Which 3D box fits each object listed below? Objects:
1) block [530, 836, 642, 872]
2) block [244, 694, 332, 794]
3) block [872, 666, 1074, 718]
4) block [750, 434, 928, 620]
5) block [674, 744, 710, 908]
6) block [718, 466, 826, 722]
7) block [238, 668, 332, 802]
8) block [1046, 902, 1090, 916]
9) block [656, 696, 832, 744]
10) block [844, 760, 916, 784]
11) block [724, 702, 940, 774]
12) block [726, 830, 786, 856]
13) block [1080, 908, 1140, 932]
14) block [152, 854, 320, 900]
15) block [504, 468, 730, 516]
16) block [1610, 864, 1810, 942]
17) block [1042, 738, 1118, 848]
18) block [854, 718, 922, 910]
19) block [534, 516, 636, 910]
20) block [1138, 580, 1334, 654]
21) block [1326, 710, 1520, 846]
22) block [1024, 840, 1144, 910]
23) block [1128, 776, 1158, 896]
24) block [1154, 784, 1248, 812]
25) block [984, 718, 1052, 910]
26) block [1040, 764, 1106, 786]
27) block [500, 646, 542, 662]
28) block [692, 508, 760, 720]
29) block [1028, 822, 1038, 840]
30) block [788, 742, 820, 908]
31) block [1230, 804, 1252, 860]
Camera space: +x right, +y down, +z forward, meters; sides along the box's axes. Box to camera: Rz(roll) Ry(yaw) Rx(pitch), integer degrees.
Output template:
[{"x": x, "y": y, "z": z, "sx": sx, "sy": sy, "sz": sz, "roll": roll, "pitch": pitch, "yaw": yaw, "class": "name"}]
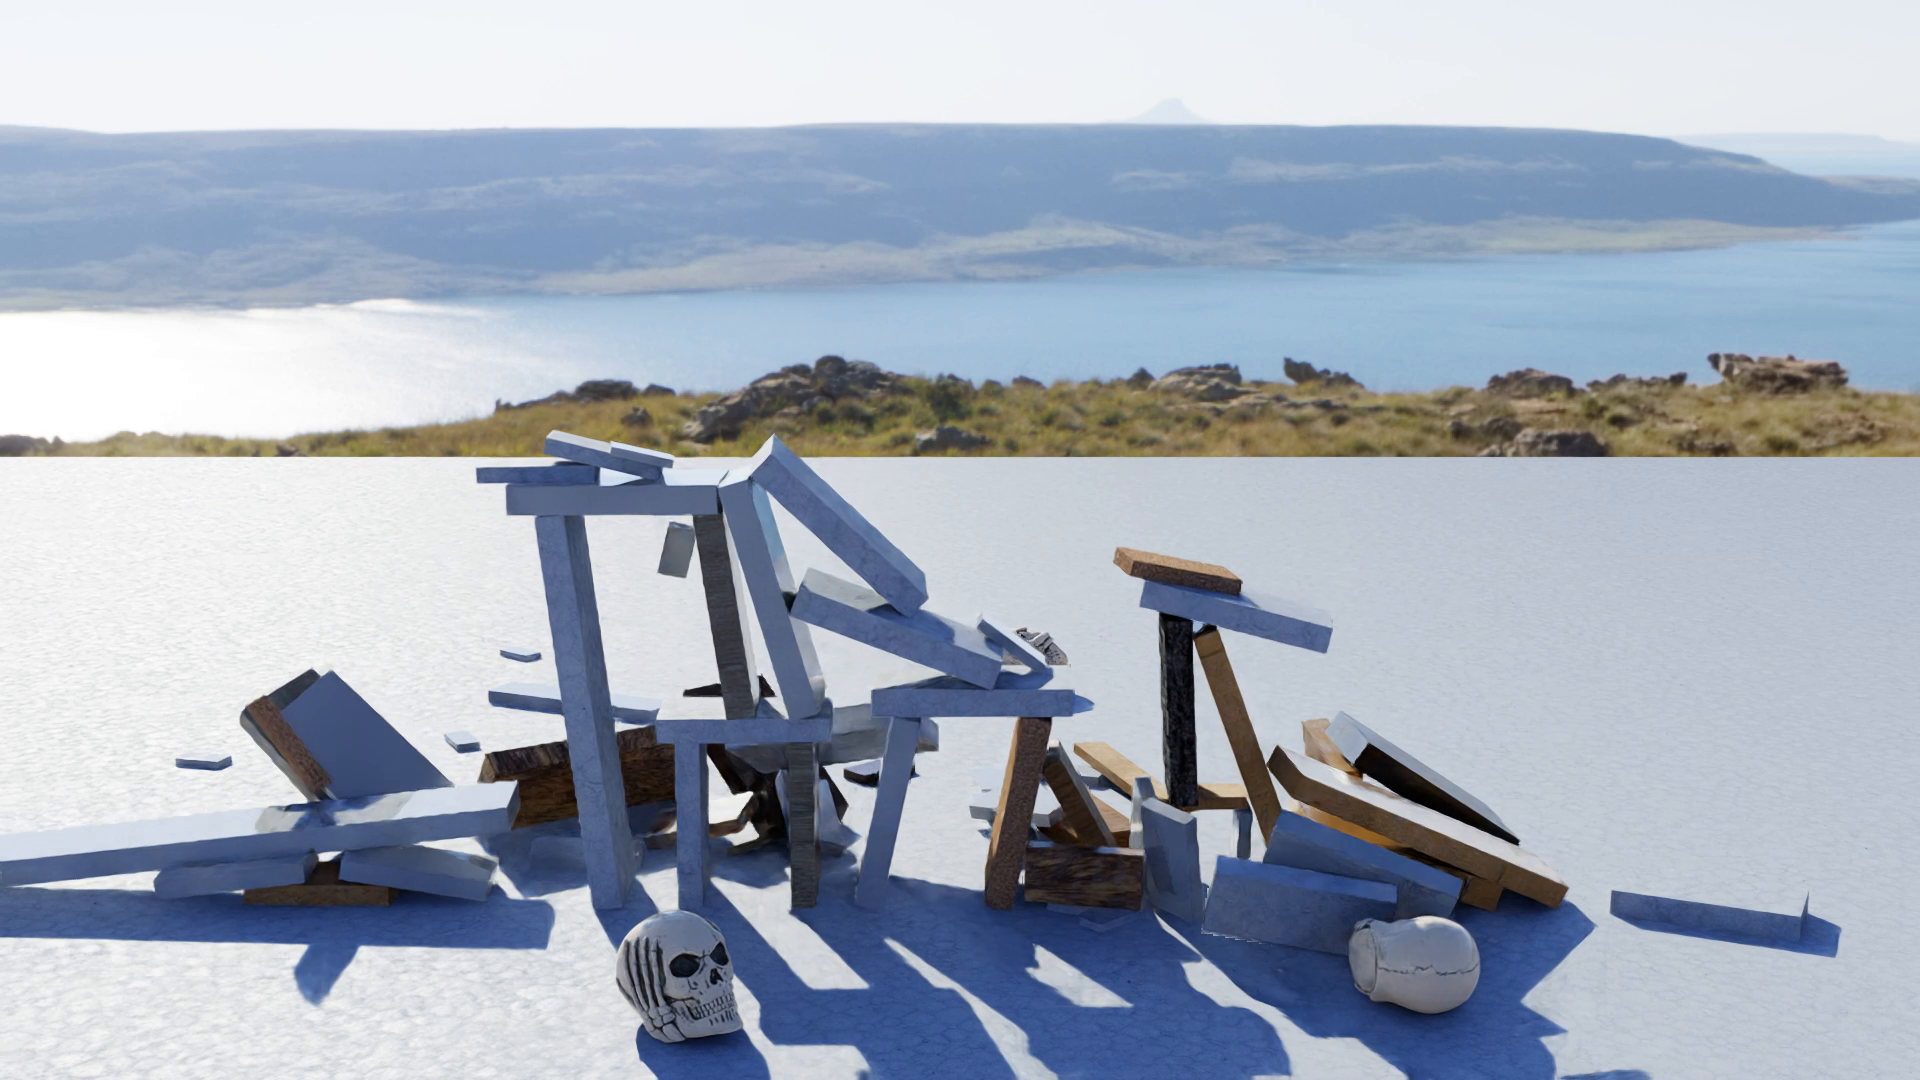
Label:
[{"x": -0.650, "y": 0.546, "z": 3.834, "sx": 0.190, "sy": 0.027, "sz": 0.095, "roll": -1, "pitch": 11, "yaw": -6, "class": "block"}, {"x": -1.139, "y": 0.347, "z": 3.733, "sx": 0.026, "sy": 0.186, "sz": 0.093, "roll": -39, "pitch": 9, "yaw": -24, "class": "block"}, {"x": 0.020, "y": 0.247, "z": 3.606, "sx": 0.323, "sy": 0.046, "sz": 0.162, "roll": 0, "pitch": 11, "yaw": 0, "class": "block"}, {"x": -0.197, "y": -0.023, "z": 3.596, "sx": 0.346, "sy": 0.049, "sz": 0.173, "roll": 43, "pitch": 7, "yaw": -11, "class": "block"}, {"x": -0.443, "y": 0.452, "z": 3.644, "sx": 0.040, "sy": 0.280, "sz": 0.140, "roll": 0, "pitch": 11, "yaw": -1, "class": "block"}, {"x": -0.303, "y": 0.082, "z": 3.575, "sx": 0.049, "sy": 0.395, "sz": 0.173, "roll": -16, "pitch": 10, "yaw": 3, "class": "block"}, {"x": -1.135, "y": 0.390, "z": 3.966, "sx": 0.312, "sy": 0.044, "sz": 0.156, "roll": 45, "pitch": 51, "yaw": 11, "class": "block"}, {"x": 0.195, "y": 0.590, "z": 3.627, "sx": 0.057, "sy": 0.016, "sz": 0.113, "roll": 6, "pitch": 12, "yaw": 30, "class": "block"}, {"x": -0.352, "y": 0.295, "z": 3.615, "sx": 0.280, "sy": 0.040, "sz": 0.140, "roll": 0, "pitch": 11, "yaw": -1, "class": "block"}, {"x": -0.159, "y": 0.455, "z": 4.346, "sx": 0.131, "sy": 0.018, "sz": 0.065, "roll": -9, "pitch": 14, "yaw": -41, "class": "block"}, {"x": -0.226, "y": 0.348, "z": 3.892, "sx": 0.340, "sy": 0.048, "sz": 0.170, "roll": -9, "pitch": -23, "yaw": 16, "class": "block"}, {"x": -0.358, "y": 0.534, "z": 3.875, "sx": 0.050, "sy": 0.014, "sz": 0.101, "roll": -24, "pitch": -8, "yaw": 41, "class": "block"}, {"x": 0.240, "y": 0.607, "z": 3.536, "sx": 0.093, "sy": 0.013, "sz": 0.046, "roll": -10, "pitch": 16, "yaw": -43, "class": "block"}, {"x": -1.195, "y": 0.546, "z": 3.637, "sx": 0.239, "sy": 0.034, "sz": 0.120, "roll": -6, "pitch": 10, "yaw": -4, "class": "block"}, {"x": -0.548, "y": -0.078, "z": 3.546, "sx": 0.334, "sy": 0.047, "sz": 0.167, "roll": 0, "pitch": 11, "yaw": 1, "class": "block"}, {"x": 1.217, "y": 0.587, "z": 3.572, "sx": 0.290, "sy": 0.041, "sz": 0.145, "roll": 5, "pitch": 12, "yaw": 25, "class": "block"}, {"x": 0.211, "y": 0.467, "z": 3.653, "sx": 0.037, "sy": 0.263, "sz": 0.131, "roll": -28, "pitch": 9, "yaw": 5, "class": "block"}, {"x": -0.118, "y": 0.430, "z": 3.639, "sx": 0.046, "sy": 0.323, "sz": 0.162, "roll": 12, "pitch": 10, "yaw": -2, "class": "block"}, {"x": -0.612, "y": 0.268, "z": 3.612, "sx": 0.047, "sy": 0.653, "sz": 0.167, "roll": -6, "pitch": 10, "yaw": 1, "class": "block"}, {"x": 0.448, "y": 0.111, "z": 3.576, "sx": 0.307, "sy": 0.043, "sz": 0.153, "roll": 14, "pitch": 10, "yaw": 5, "class": "block"}, {"x": 0.811, "y": 0.431, "z": 3.862, "sx": 0.340, "sy": 0.048, "sz": 0.170, "roll": 33, "pitch": 9, "yaw": -14, "class": "block"}, {"x": 0.201, "y": 0.544, "z": 3.566, "sx": 0.190, "sy": 0.095, "sz": 0.027, "roll": 3, "pitch": 14, "yaw": 10, "class": "block"}, {"x": 0.305, "y": 0.491, "z": 3.642, "sx": 0.026, "sy": 0.182, "sz": 0.091, "roll": -4, "pitch": 34, "yaw": -7, "class": "block"}, {"x": 0.396, "y": 0.426, "z": 3.642, "sx": 0.152, "sy": 0.022, "sz": 0.076, "roll": -2, "pitch": 10, "yaw": 2, "class": "block"}, {"x": 0.095, "y": 0.430, "z": 3.639, "sx": 0.046, "sy": 0.323, "sz": 0.162, "roll": 11, "pitch": 10, "yaw": -2, "class": "block"}, {"x": 0.217, "y": 0.460, "z": 4.319, "sx": 0.134, "sy": 0.019, "sz": 0.067, "roll": 4, "pitch": 11, "yaw": 20, "class": "block"}, {"x": -1.065, "y": 0.275, "z": 5.327, "sx": 0.097, "sy": 0.014, "sz": 0.049, "roll": 9, "pitch": 14, "yaw": 39, "class": "block"}, {"x": -0.379, "y": 0.109, "z": 3.583, "sx": 0.047, "sy": 0.334, "sz": 0.167, "roll": -8, "pitch": 11, "yaw": -1, "class": "block"}, {"x": 0.127, "y": 0.534, "z": 3.658, "sx": 0.016, "sy": 0.113, "sz": 0.057, "roll": -11, "pitch": 11, "yaw": 0, "class": "block"}, {"x": -0.257, "y": 0.452, "z": 3.644, "sx": 0.040, "sy": 0.280, "sz": 0.140, "roll": 0, "pitch": 11, "yaw": 0, "class": "block"}, {"x": 0.467, "y": 0.514, "z": 3.657, "sx": 0.022, "sy": 0.152, "sz": 0.076, "roll": 2, "pitch": 11, "yaw": 0, "class": "block"}]
